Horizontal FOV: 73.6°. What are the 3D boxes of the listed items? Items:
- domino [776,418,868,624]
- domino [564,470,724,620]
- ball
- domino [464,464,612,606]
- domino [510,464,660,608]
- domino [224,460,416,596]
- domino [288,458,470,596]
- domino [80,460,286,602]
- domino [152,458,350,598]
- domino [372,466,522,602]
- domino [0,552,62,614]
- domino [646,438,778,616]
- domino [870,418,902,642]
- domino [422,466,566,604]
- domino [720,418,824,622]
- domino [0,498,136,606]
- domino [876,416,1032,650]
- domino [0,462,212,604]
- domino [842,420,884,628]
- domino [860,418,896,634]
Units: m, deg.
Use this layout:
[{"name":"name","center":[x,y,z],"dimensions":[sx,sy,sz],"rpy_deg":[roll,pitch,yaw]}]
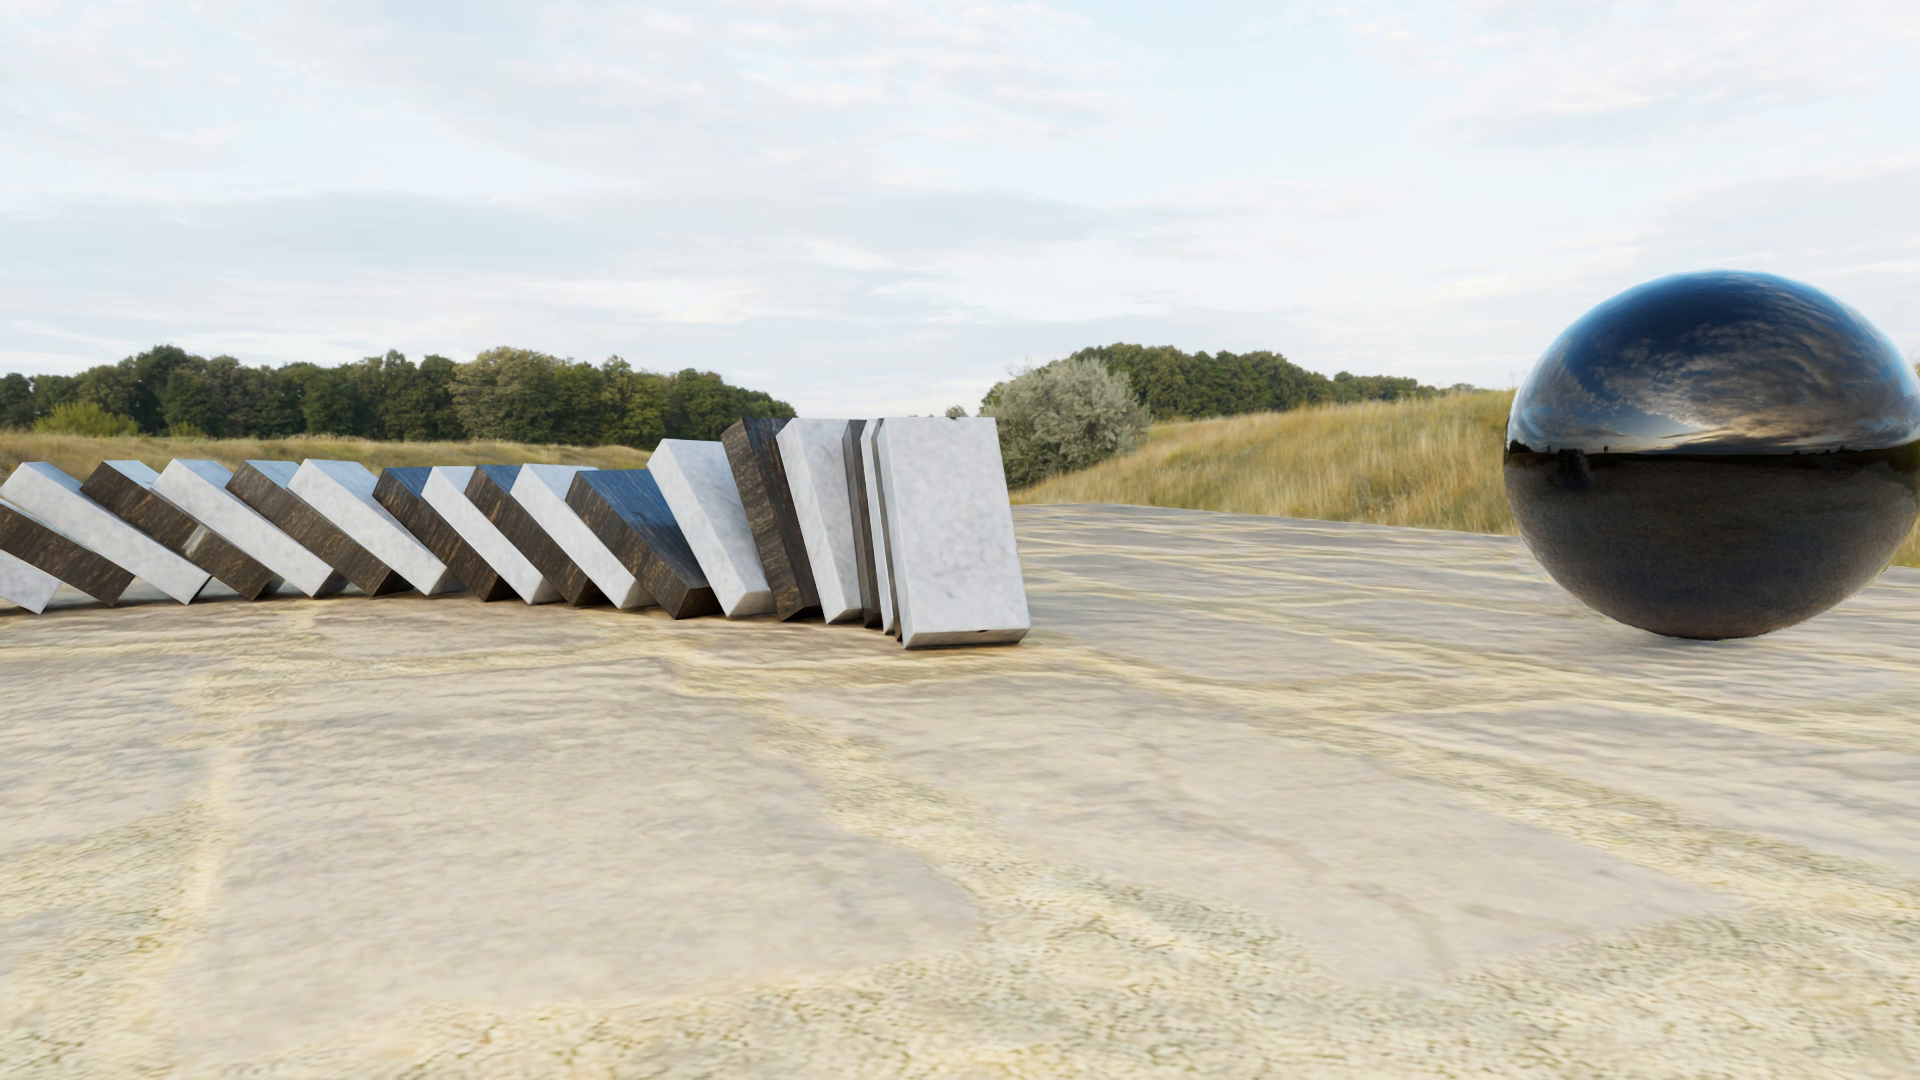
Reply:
[{"name":"domino","center":[-0.026,-0.005,0.315],"dimensions":[0.025,0.050,0.010],"rpy_deg":[-3,-22,-38]},{"name":"domino","center":[-0.076,0.000,0.329],"dimensions":[0.050,0.009,0.025],"rpy_deg":[41,26,27]},{"name":"ball","center":[0.161,-0.018,0.278],"dimensions":[0.080,0.080,0.080],"rpy_deg":[0,4,0]},{"name":"domino","center":[-0.108,-0.002,0.347],"dimensions":[0.050,0.010,0.025],"rpy_deg":[40,20,22]},{"name":"domino","center":[-0.094,-0.002,0.340],"dimensions":[0.050,0.010,0.025],"rpy_deg":[41,20,24]},{"name":"domino","center":[-0.177,-0.004,0.362],"dimensions":[0.050,0.010,0.025],"rpy_deg":[37,3,0]},{"name":"domino","center":[-0.161,-0.004,0.363],"dimensions":[0.050,0.009,0.025],"rpy_deg":[37,5,4]},{"name":"domino","center":[-0.210,-0.003,0.352],"dimensions":[0.050,0.009,0.025],"rpy_deg":[38,-6,-14]},{"name":"domino","center":[-0.195,-0.004,0.358],"dimensions":[0.050,0.009,0.025],"rpy_deg":[37,-3,-7]},{"name":"domino","center":[-0.139,-0.003,0.362],"dimensions":[0.050,0.010,0.025],"rpy_deg":[38,18,18]},{"name":"domino","center":[-0.252,0.001,0.316],"dimensions":[0.025,0.010,0.050],"rpy_deg":[5,-27,47]},{"name":"domino","center":[-0.057,-0.004,0.325],"dimensions":[0.025,0.050,0.010],"rpy_deg":[-1,-40,-48]},{"name":"domino","center":[-0.004,-0.003,0.286],"dimensions":[0.025,0.050,0.010],"rpy_deg":[-1,-25,-17]},{"name":"domino","center":[-0.123,-0.002,0.355],"dimensions":[0.050,0.010,0.025],"rpy_deg":[39,20,21]},{"name":"domino","center":[-0.040,-0.006,0.319],"dimensions":[0.025,0.050,0.010],"rpy_deg":[-5,-21,-48]},{"name":"domino","center":[-0.240,-0.001,0.330],"dimensions":[0.050,0.010,0.025],"rpy_deg":[38,-18,-29]},{"name":"domino","center":[-0.002,-0.002,0.275],"dimensions":[0.025,0.050,0.010],"rpy_deg":[-1,-25,-17]},{"name":"domino","center":[-0.225,-0.002,0.342],"dimensions":[0.050,0.010,0.025],"rpy_deg":[39,-12,-22]},{"name":"domino","center":[-0.012,-0.005,0.306],"dimensions":[0.025,0.050,0.010],"rpy_deg":[-1,-25,-17]},{"name":"domino","center":[-0.007,-0.004,0.297],"dimensions":[0.025,0.050,0.010],"rpy_deg":[-1,-25,-17]}]
